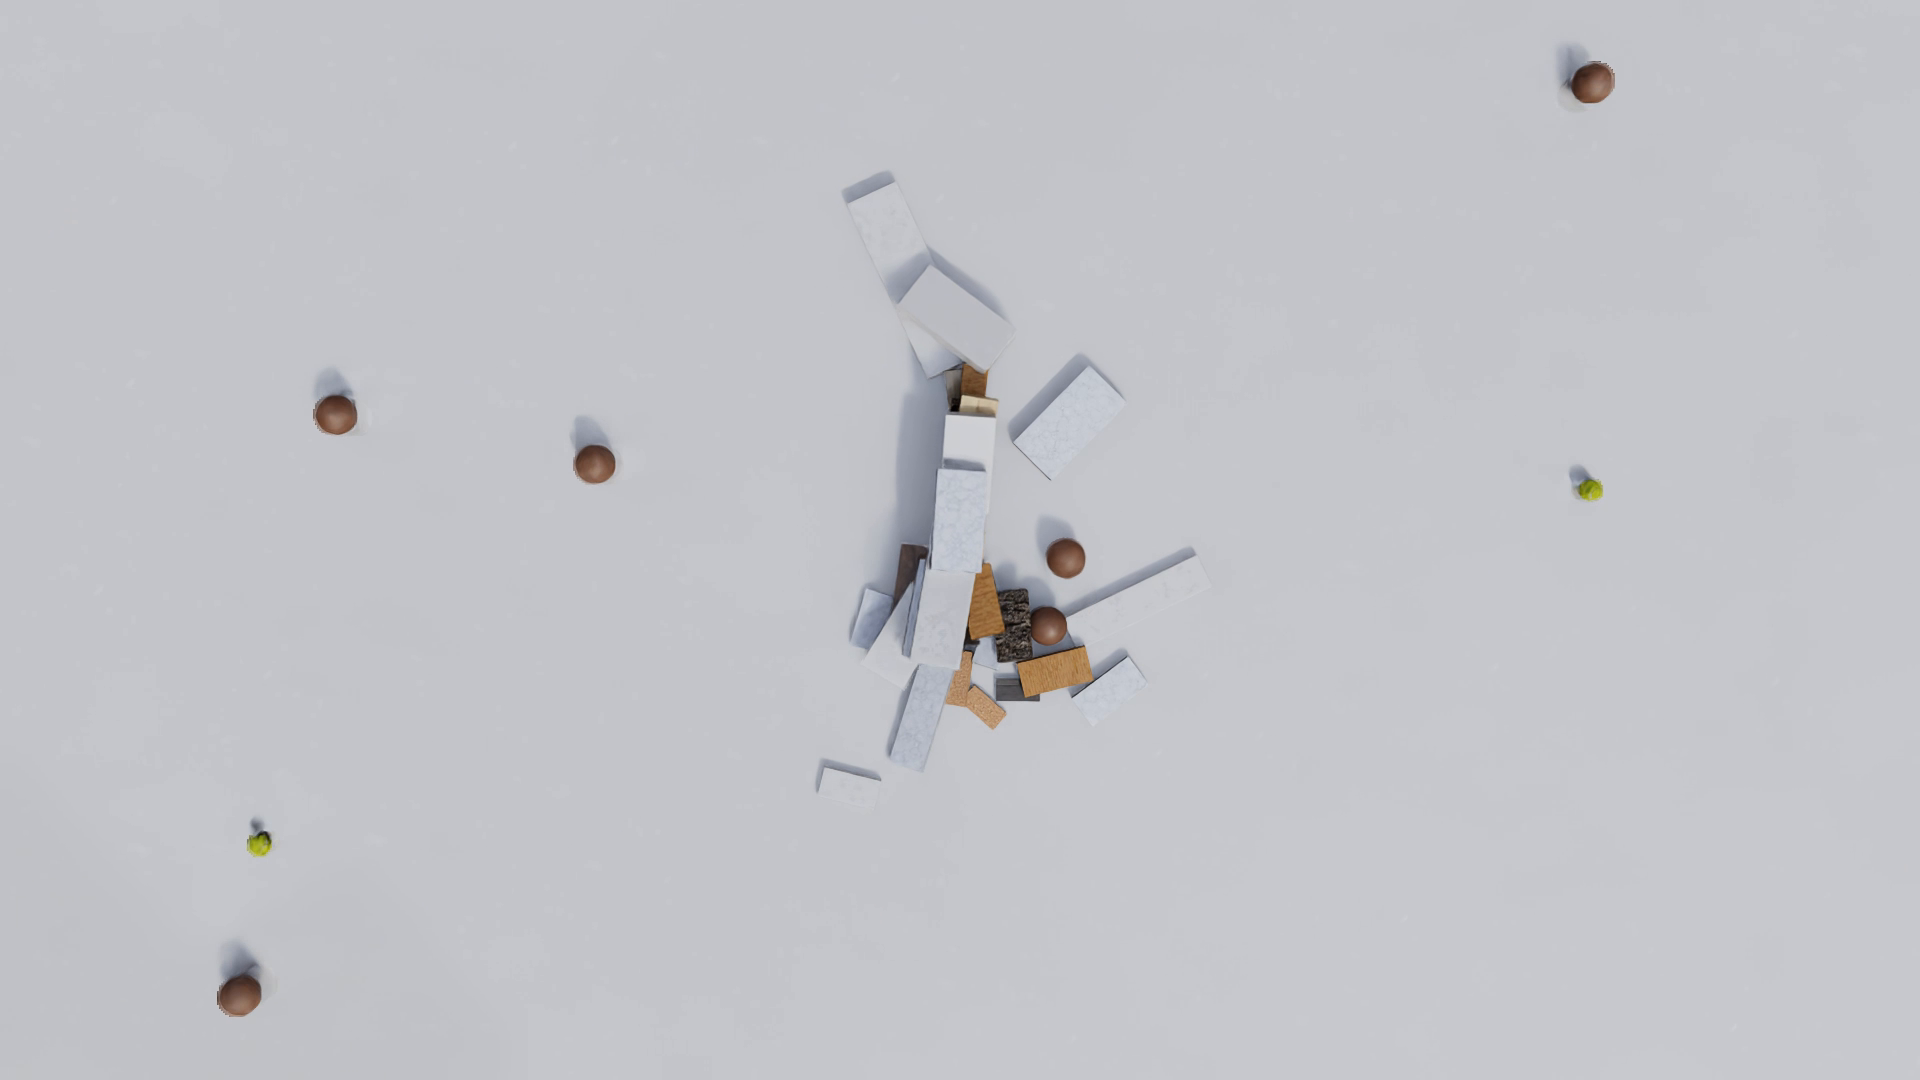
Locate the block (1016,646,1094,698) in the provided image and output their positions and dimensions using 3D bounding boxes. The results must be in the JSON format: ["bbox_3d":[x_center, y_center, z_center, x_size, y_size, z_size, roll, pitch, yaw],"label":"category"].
[{"bbox_3d":[0.314,0.434,5.456,0.233,0.033,0.117,-14,97,0],"label":"block"}]

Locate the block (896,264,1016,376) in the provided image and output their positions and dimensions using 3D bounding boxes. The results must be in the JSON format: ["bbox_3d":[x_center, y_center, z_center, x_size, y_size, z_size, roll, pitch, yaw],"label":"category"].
[{"bbox_3d":[-0.011,-0.721,5.403,0.358,0.051,0.179,37,76,0],"label":"block"}]

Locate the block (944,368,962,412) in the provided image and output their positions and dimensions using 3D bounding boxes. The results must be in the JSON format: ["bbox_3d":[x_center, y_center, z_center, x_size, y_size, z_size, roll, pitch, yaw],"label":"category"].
[{"bbox_3d":[-0.001,-0.484,5.463,0.083,0.024,0.167,-8,106,-4],"label":"block"}]

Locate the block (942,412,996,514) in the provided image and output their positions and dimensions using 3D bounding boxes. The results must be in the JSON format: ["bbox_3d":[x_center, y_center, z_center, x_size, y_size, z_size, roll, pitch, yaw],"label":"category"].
[{"bbox_3d":[0.024,-0.250,5.345,0.162,0.046,0.323,3,109,-2],"label":"block"}]

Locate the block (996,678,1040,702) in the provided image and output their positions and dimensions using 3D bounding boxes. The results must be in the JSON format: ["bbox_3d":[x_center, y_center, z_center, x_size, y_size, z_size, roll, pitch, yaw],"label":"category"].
[{"bbox_3d":[0.194,0.500,5.490,0.146,0.021,0.073,0,90,0],"label":"block"}]

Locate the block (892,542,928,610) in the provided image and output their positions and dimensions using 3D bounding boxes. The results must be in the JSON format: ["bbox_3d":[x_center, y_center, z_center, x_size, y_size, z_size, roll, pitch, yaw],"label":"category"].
[{"bbox_3d":[-0.136,0.178,5.463,0.160,0.045,0.320,8,95,0],"label":"block"}]

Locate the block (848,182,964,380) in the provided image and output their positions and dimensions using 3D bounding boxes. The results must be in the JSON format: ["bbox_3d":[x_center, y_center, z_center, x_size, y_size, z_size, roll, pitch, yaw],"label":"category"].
[{"bbox_3d":[-0.159,-0.860,5.475,0.179,0.051,0.635,-25,90,0],"label":"block"}]

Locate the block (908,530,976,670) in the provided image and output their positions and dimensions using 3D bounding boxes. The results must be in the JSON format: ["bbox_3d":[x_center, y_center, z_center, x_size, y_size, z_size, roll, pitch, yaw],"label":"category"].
[{"bbox_3d":[-0.044,0.168,5.329,0.162,0.046,0.477,10,88,-7],"label":"block"}]

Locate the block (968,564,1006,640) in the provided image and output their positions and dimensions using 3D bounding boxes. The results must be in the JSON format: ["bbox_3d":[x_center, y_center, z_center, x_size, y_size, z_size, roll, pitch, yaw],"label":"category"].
[{"bbox_3d":[0.070,0.202,5.416,0.115,0.033,0.230,-14,83,8],"label":"block"}]

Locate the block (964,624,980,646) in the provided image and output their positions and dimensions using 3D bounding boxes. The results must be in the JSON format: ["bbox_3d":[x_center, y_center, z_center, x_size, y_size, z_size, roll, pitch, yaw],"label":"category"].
[{"bbox_3d":[0.017,0.257,5.460,0.091,0.026,0.183,-2,78,11],"label":"block"}]

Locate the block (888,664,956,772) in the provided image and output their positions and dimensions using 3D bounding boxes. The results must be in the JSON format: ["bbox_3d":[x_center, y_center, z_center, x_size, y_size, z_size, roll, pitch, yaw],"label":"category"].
[{"bbox_3d":[-0.118,0.561,5.465,0.117,0.033,0.400,18,91,15],"label":"block"}]

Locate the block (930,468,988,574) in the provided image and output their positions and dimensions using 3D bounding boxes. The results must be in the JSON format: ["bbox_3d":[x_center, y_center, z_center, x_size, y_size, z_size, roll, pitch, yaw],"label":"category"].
[{"bbox_3d":[-0.004,-0.061,5.290,0.162,0.046,0.323,4,87,-7],"label":"block"}]

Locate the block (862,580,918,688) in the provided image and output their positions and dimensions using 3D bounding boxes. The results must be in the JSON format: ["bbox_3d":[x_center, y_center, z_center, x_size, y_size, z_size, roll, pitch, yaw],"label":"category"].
[{"bbox_3d":[-0.173,0.309,5.417,0.160,0.045,0.320,31,91,-6],"label":"block"}]

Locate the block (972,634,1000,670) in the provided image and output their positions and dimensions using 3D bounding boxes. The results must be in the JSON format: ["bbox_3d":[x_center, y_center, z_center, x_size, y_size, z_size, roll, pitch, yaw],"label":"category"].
[{"bbox_3d":[0.111,0.332,5.465,0.091,0.026,0.183,18,77,3],"label":"block"}]

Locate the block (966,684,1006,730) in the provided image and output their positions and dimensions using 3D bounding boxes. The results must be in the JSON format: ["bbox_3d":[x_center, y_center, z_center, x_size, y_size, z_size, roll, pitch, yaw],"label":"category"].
[{"bbox_3d":[0.079,0.558,5.490,0.146,0.021,0.073,42,90,0],"label":"block"}]

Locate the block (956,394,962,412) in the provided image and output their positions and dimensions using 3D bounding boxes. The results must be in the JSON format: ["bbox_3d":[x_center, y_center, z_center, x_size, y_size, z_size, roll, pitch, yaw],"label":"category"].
[{"bbox_3d":[0.038,-0.352,5.423,0.121,0.034,0.242,8,118,-6],"label":"block"}]

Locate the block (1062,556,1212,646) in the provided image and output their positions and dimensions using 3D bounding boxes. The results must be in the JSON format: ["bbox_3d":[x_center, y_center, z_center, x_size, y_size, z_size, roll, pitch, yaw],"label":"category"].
[{"bbox_3d":[0.589,0.209,5.484,0.493,0.033,0.115,-26,90,0],"label":"block"}]

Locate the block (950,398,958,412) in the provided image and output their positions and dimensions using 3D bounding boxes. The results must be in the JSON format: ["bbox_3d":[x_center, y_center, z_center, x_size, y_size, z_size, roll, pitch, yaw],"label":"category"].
[{"bbox_3d":[0.007,-0.383,5.465,0.083,0.024,0.167,4,103,-7],"label":"block"}]

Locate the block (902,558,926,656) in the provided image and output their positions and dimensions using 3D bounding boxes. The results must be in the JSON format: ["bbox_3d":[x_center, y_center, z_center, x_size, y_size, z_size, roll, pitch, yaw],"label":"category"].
[{"bbox_3d":[-0.083,0.232,5.369,0.160,0.045,0.319,10,88,-7],"label":"block"}]

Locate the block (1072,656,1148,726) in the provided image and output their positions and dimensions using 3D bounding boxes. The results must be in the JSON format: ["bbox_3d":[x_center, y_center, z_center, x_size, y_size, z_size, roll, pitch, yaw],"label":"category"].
[{"bbox_3d":[0.499,0.503,5.483,0.233,0.033,0.117,-37,90,0],"label":"block"}]

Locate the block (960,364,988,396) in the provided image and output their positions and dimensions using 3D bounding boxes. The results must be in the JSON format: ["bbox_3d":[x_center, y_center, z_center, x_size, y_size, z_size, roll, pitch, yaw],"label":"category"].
[{"bbox_3d":[0.043,-0.490,5.425,0.083,0.024,0.167,6,92,-7],"label":"block"}]

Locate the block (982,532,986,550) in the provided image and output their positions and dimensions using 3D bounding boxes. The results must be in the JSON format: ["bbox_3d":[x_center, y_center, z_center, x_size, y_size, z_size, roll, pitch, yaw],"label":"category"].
[{"bbox_3d":[0.021,0.063,5.461,0.097,0.027,0.194,7,103,-5],"label":"block"}]

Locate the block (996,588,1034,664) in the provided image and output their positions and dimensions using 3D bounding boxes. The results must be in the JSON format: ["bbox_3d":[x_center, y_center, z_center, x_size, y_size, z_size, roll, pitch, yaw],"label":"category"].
[{"bbox_3d":[0.173,0.282,5.420,0.115,0.033,0.230,-11,76,28],"label":"block"}]

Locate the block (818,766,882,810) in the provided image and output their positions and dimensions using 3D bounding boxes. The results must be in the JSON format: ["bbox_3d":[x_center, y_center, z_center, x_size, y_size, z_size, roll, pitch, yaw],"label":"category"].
[{"bbox_3d":[-0.367,0.825,5.486,0.194,0.027,0.097,14,90,0],"label":"block"}]

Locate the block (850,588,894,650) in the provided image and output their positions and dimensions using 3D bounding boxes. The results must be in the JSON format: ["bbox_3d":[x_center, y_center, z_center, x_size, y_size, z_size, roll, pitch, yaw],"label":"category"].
[{"bbox_3d":[-0.293,0.268,5.486,0.097,0.027,0.194,17,90,0],"label":"block"}]

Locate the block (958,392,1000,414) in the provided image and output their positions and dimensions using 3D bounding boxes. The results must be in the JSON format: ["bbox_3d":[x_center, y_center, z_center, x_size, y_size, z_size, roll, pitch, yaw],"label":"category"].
[{"bbox_3d":[0.043,-0.348,5.353,0.121,0.034,0.242,10,109,-5],"label":"block"}]

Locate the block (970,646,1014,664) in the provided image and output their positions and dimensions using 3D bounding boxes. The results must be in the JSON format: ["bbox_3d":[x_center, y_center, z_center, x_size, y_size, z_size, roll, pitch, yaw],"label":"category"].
[{"bbox_3d":[0.110,0.365,5.490,0.146,0.021,0.073,6,90,0],"label":"block"}]

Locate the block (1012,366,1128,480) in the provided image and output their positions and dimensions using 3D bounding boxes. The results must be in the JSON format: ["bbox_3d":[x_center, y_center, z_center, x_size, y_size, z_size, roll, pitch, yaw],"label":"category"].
[{"bbox_3d":[0.365,-0.387,5.475,0.179,0.051,0.358,45,90,0],"label":"block"}]

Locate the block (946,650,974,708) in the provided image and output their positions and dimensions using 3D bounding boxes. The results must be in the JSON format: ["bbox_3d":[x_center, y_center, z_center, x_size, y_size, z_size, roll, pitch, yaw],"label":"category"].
[{"bbox_3d":[-0.013,0.456,5.474,0.091,0.026,0.183,8,89,15],"label":"block"}]
